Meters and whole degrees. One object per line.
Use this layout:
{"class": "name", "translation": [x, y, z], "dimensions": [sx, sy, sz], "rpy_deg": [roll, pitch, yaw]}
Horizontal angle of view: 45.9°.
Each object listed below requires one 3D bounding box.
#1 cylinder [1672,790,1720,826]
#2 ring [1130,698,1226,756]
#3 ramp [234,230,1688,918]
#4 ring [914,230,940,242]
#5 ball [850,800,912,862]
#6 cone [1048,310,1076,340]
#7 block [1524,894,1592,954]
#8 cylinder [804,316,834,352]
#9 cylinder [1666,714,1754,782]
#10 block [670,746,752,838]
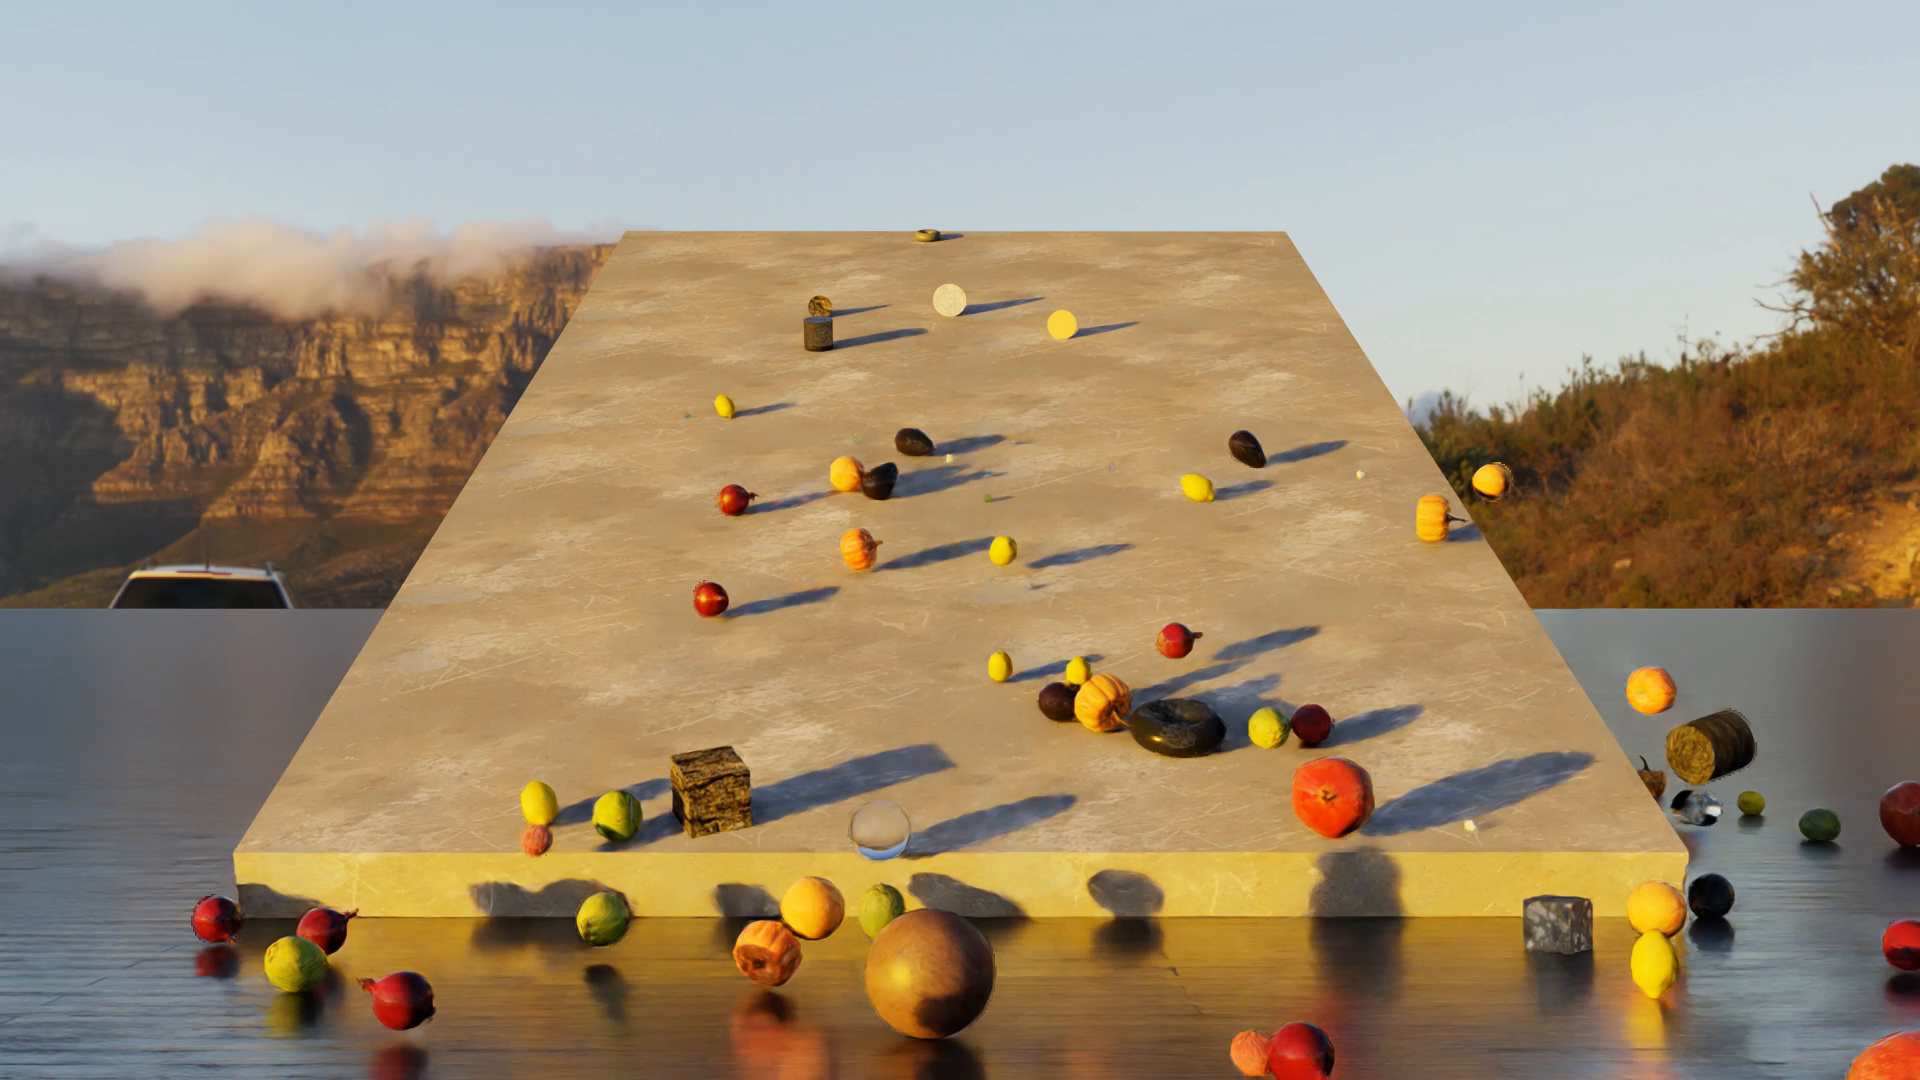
{"class": "cylinder", "translation": [1.415, 0.516, 4.358], "dimensions": [0.066, 0.066, 0.066], "rpy_deg": [10, -8, -42]}
{"class": "ring", "translation": [0.331, 0.285, 3.442], "dimensions": [0.147, 0.049, 0.147], "rpy_deg": [1, 21, -1]}
{"class": "ramp", "translation": [-0.005, -0.207, 5.010], "dimensions": [2.000, 0.100, 4.000], "rpy_deg": [0, 20, 0]}
{"class": "ring", "translation": [-0.096, -0.908, 6.754], "dimensions": [0.078, 0.026, 0.078], "rpy_deg": [0, 21, 0]}
{"class": "ball", "translation": [-0.109, 0.396, 3.083], "dimensions": [0.085, 0.085, 0.085], "rpy_deg": [0, -2, 0]}
{"class": "cone", "translation": [0.252, -0.535, 5.718], "dimensions": [0.074, 0.074, 0.074], "rpy_deg": [0, -7, -7]}
{"class": "block", "translation": [0.754, 0.484, 2.859], "dimensions": [0.063, 0.063, 0.063], "rpy_deg": [-1, -2, 39]}
{"class": "cylinder", "translation": [-0.349, -0.508, 5.585], "dimensions": [0.072, 0.072, 0.072], "rpy_deg": [0, 20, 0]}
{"class": "cylinder", "translation": [1.124, 0.311, 3.397], "dimensions": [0.090, 0.090, 0.090], "rpy_deg": [-5, 2, -33]}
{"class": "block", "translation": [-0.351, 0.354, 3.190], "dimensions": [0.089, 0.089, 0.089], "rpy_deg": [-8, 22, -21]}
